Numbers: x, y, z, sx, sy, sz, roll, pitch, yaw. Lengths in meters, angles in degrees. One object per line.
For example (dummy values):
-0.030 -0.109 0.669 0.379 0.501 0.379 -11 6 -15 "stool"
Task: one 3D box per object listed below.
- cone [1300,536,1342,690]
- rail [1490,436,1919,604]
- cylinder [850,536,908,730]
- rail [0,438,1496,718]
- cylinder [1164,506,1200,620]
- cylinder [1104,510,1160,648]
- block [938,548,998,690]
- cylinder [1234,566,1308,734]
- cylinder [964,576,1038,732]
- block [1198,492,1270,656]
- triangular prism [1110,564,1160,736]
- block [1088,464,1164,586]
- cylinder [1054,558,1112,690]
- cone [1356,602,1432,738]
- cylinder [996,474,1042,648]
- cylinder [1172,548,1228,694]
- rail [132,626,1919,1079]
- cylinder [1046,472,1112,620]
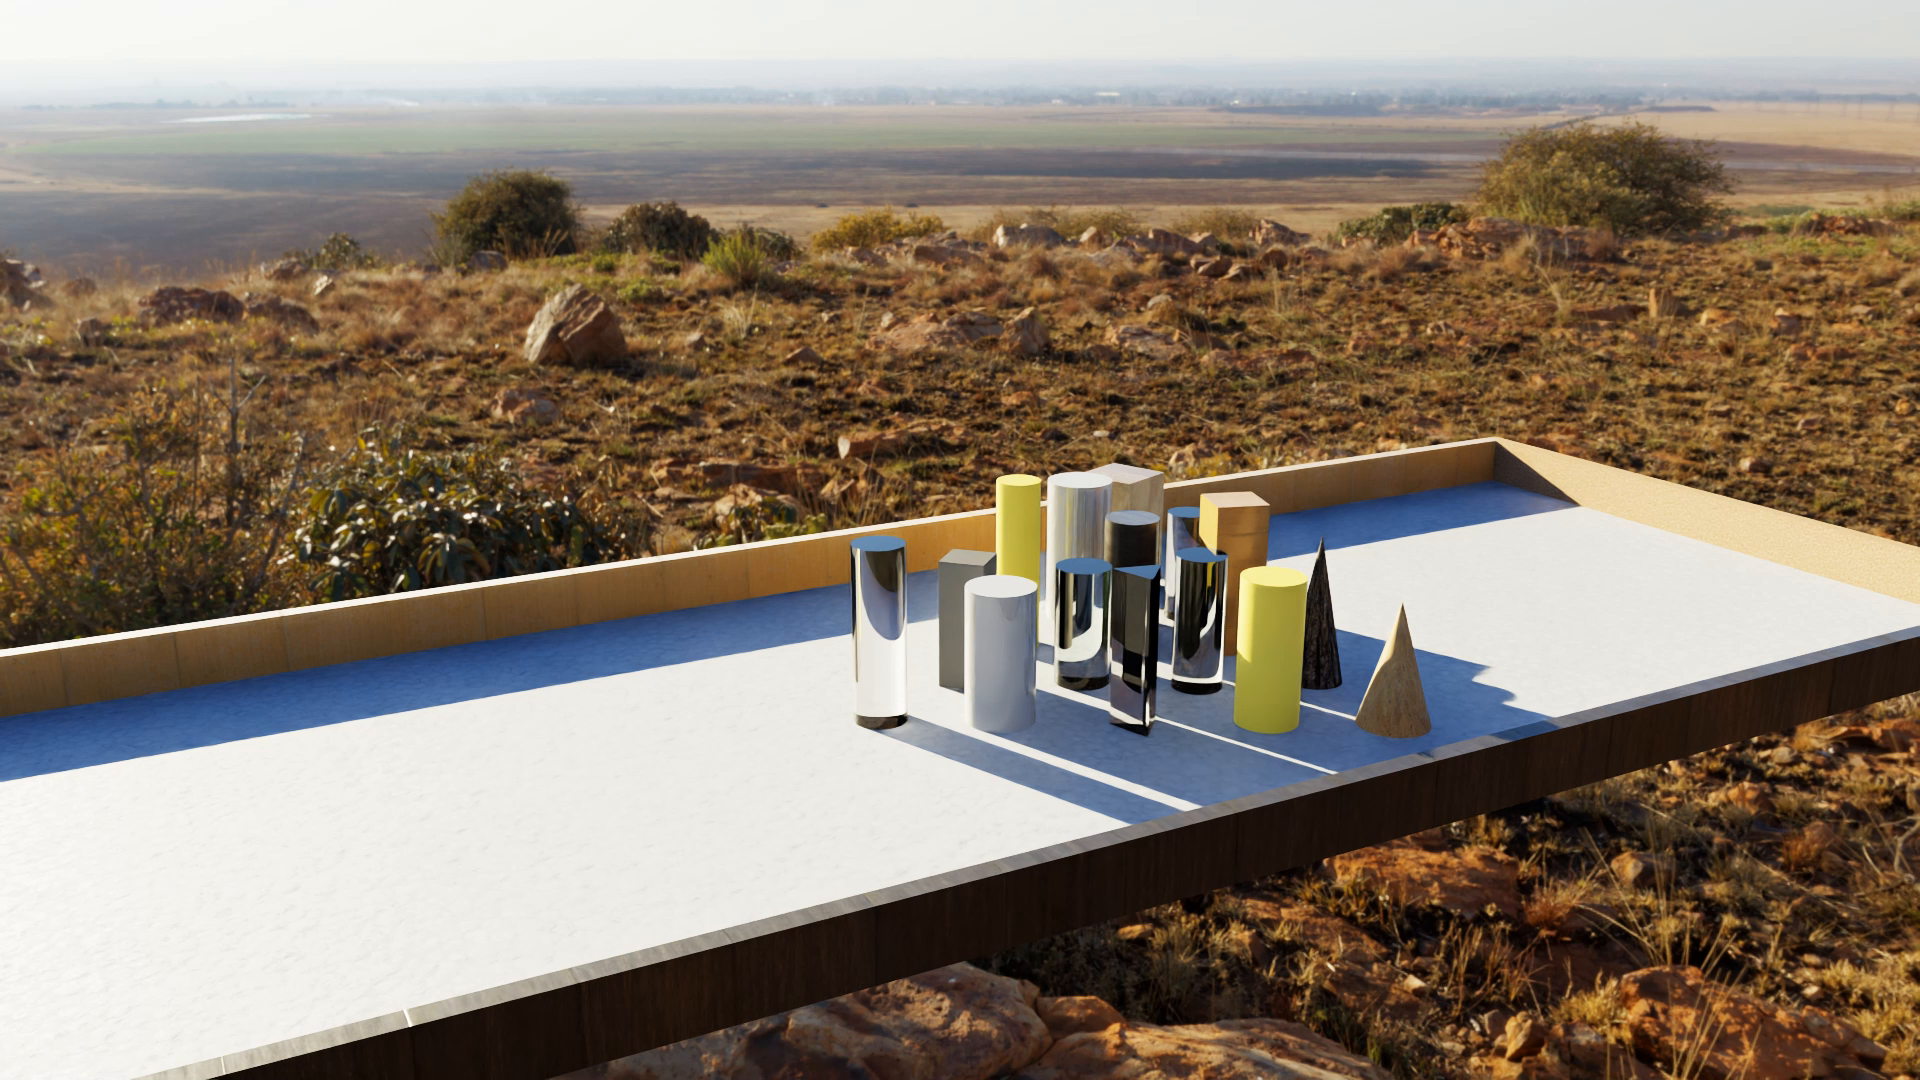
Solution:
0.891 0.169 4.105 0.142 0.381 0.142 0 16 0 "cone"
2.466 -0.048 5.253 0.050 0.150 2.100 -9 18 -27 "rail"
-0.188 0.216 3.848 0.129 0.435 0.129 0 16 0 "cylinder"
-3.305 0.497 3.399 12.000 0.150 0.050 -9 18 -27 "rail"
0.631 0.067 4.591 0.116 0.301 0.116 0 16 0 "cylinder"
0.453 0.107 4.377 0.145 0.346 0.145 0 16 0 "cylinder"
0.020 0.198 4.102 0.115 0.326 0.115 5 17 17 "block"
0.723 0.256 3.849 0.153 0.359 0.153 0 16 0 "cylinder"
0.095 0.265 3.864 0.169 0.331 0.169 0 16 0 "cylinder"
0.713 0.089 4.333 0.139 0.405 0.139 -3 17 -10 "block"
0.426 0.250 3.826 0.097 0.382 0.112 -16 23 -43 "triangular prism"
0.468 -0.028 4.840 0.180 0.345 0.180 13 21 38 "block"
0.305 0.209 4.108 0.139 0.303 0.139 0 16 0 "cylinder"
1.020 0.287 3.841 0.174 0.304 0.174 0 16 0 "cone"
0.152 0.062 4.339 0.116 0.453 0.116 0 16 0 "cylinder"
0.591 0.200 4.070 0.127 0.341 0.127 0 16 0 "cylinder"
-2.336 1.006 1.665 12.000 0.150 0.050 -9 18 -27 "rail"
0.330 0.022 4.591 0.178 0.389 0.178 0 16 0 "cylinder"
